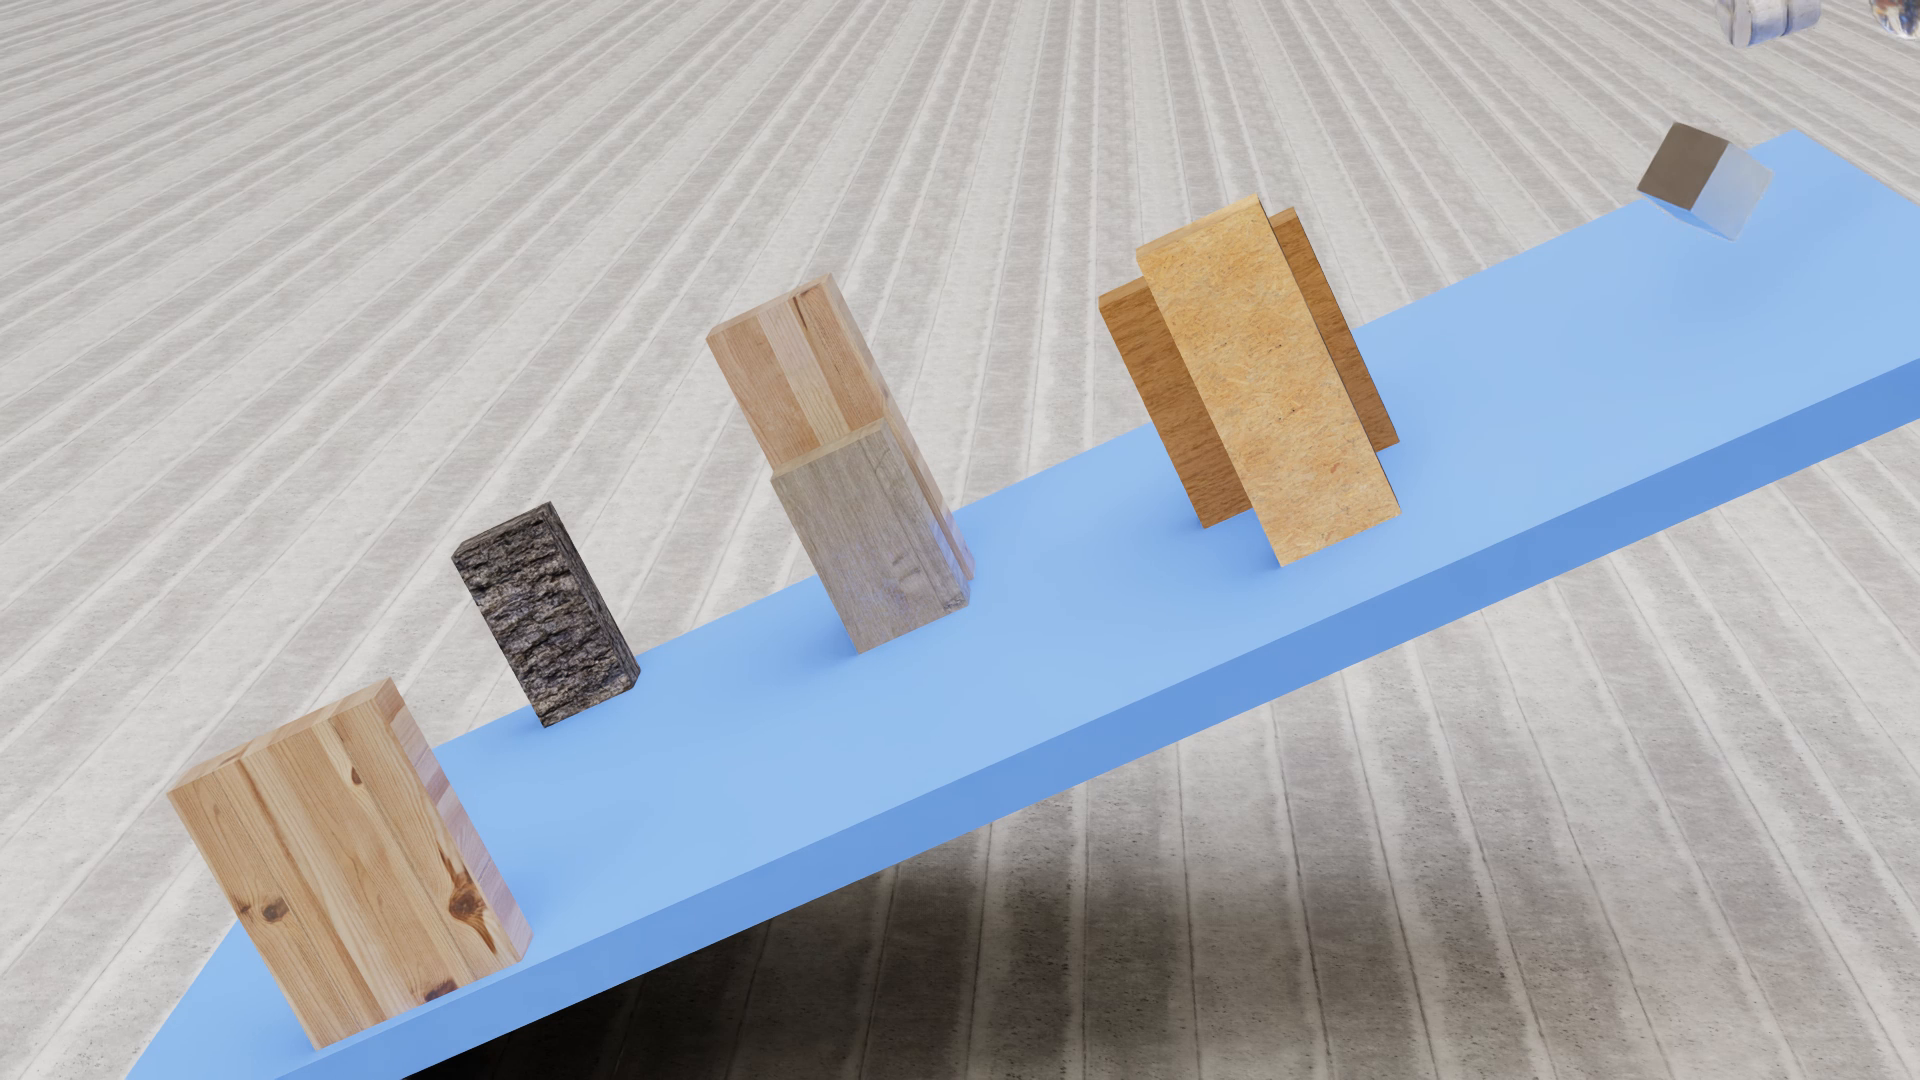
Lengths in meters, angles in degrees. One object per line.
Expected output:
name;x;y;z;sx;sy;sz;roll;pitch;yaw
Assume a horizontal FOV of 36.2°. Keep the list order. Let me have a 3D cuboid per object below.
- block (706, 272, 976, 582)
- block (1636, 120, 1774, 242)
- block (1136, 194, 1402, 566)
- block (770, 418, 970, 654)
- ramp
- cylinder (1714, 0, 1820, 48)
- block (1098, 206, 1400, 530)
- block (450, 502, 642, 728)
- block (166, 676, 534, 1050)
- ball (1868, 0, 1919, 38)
block;-0.261;-0.194;6.573;0.296;0.744;0.123;-24;13;9
block;1.442;-0.695;5.697;0.151;0.151;0.151;24;7;-38
block;0.584;-0.300;5.562;0.249;0.656;0.117;-24;13;9
block;-0.193;-0.009;6.416;0.266;0.434;0.120;-24;13;9
ramp;0.137;0.168;6.282;4.000;0.100;2.000;-24;13;9
cylinder;1.678;-1.120;6.115;0.158;0.158;0.158;-18;19;-7
block;0.594;-0.353;6.052;0.439;0.514;0.127;-24;13;9
block;-1.001;0.181;7.134;0.245;0.479;0.135;-24;13;9
block;-1.146;0.614;5.553;0.448;0.576;0.123;-24;13;9
ball;1.873;-1.070;5.777;0.169;0.169;0.169;0;16;0
